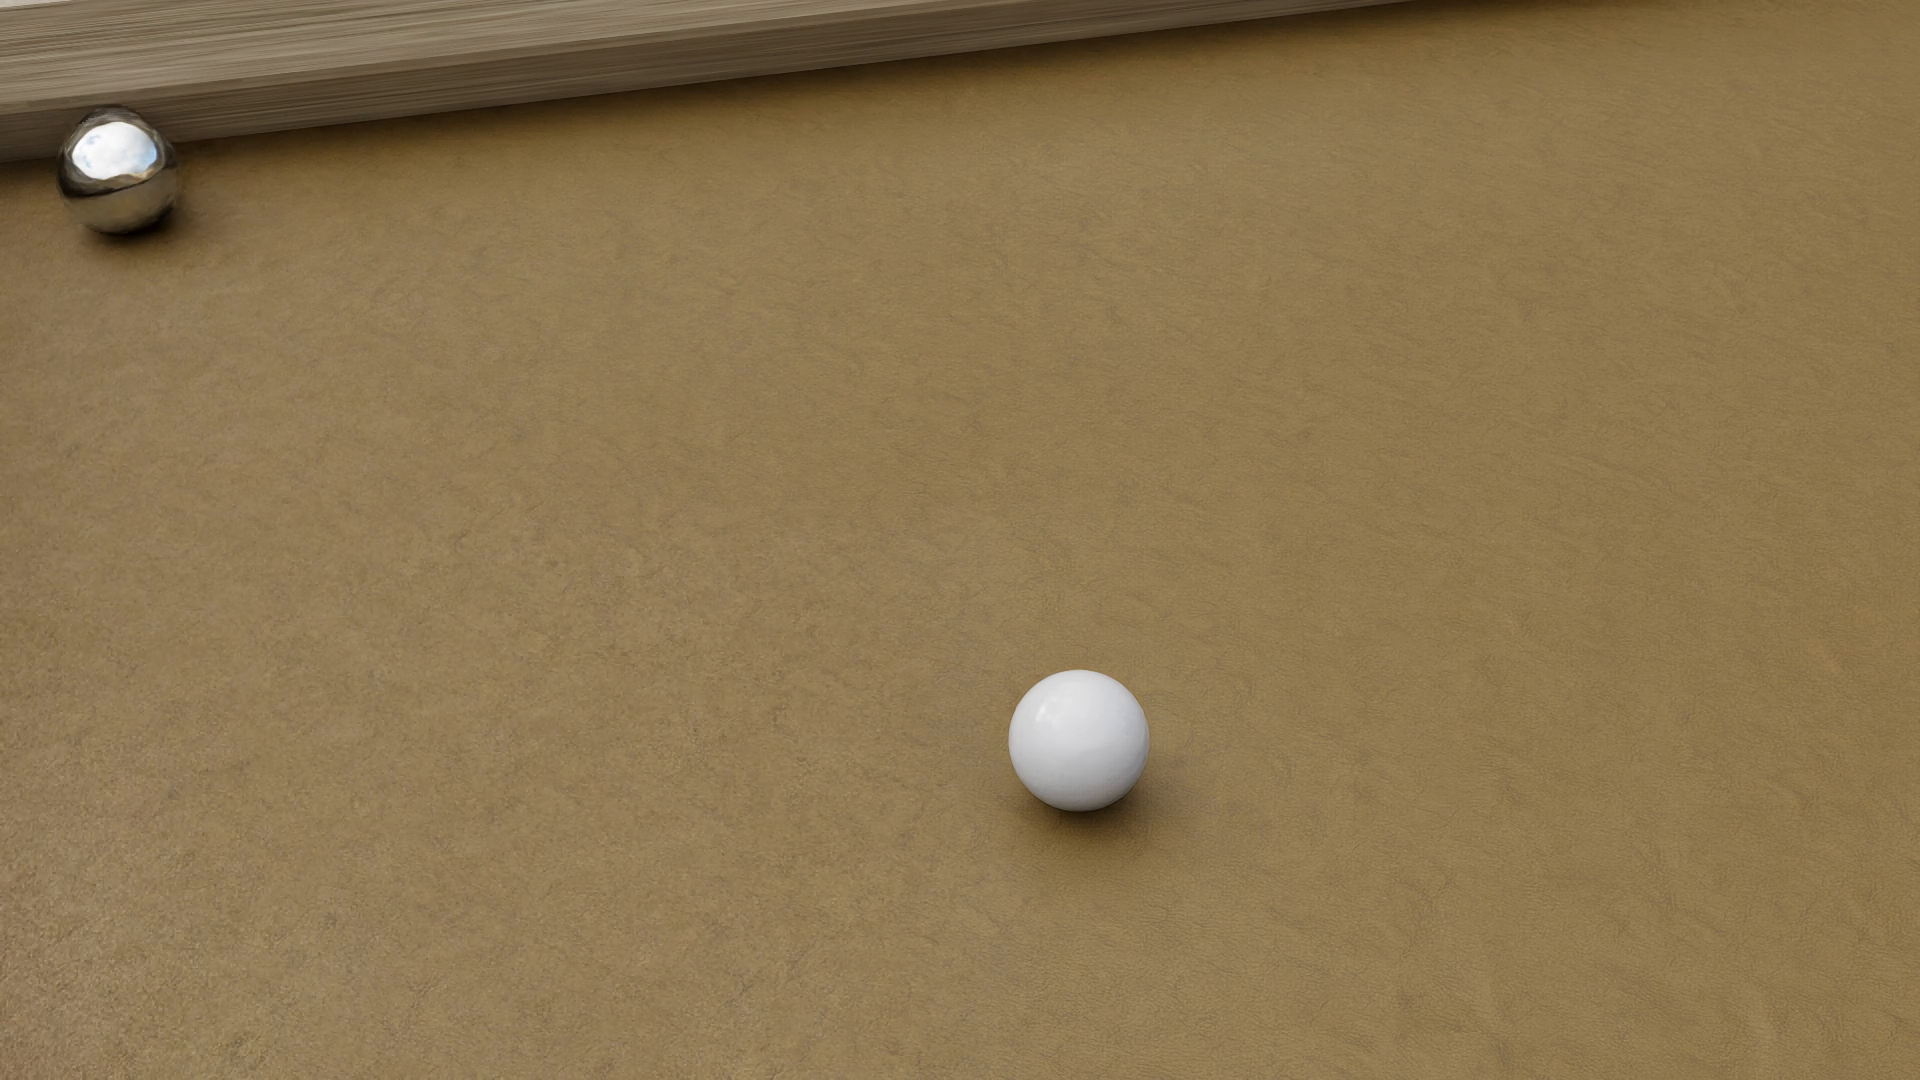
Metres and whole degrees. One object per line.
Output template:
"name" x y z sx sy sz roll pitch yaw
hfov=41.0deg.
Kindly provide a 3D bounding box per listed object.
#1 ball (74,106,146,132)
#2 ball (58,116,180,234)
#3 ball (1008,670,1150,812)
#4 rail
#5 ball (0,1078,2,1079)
"ball" -0.670 -0.311 2.031 0.064 0.064 0.064 0 36 0
"ball" -0.644 -0.280 1.965 0.090 0.090 0.090 0 36 0
"ball" 0.066 0.112 1.427 0.079 0.079 0.079 0 36 0
"rail" 0.479 -0.543 2.297 2.782 0.129 0.045 -9 36 -12
"ball" -0.495 0.269 1.189 0.100 0.100 0.100 0 36 0
